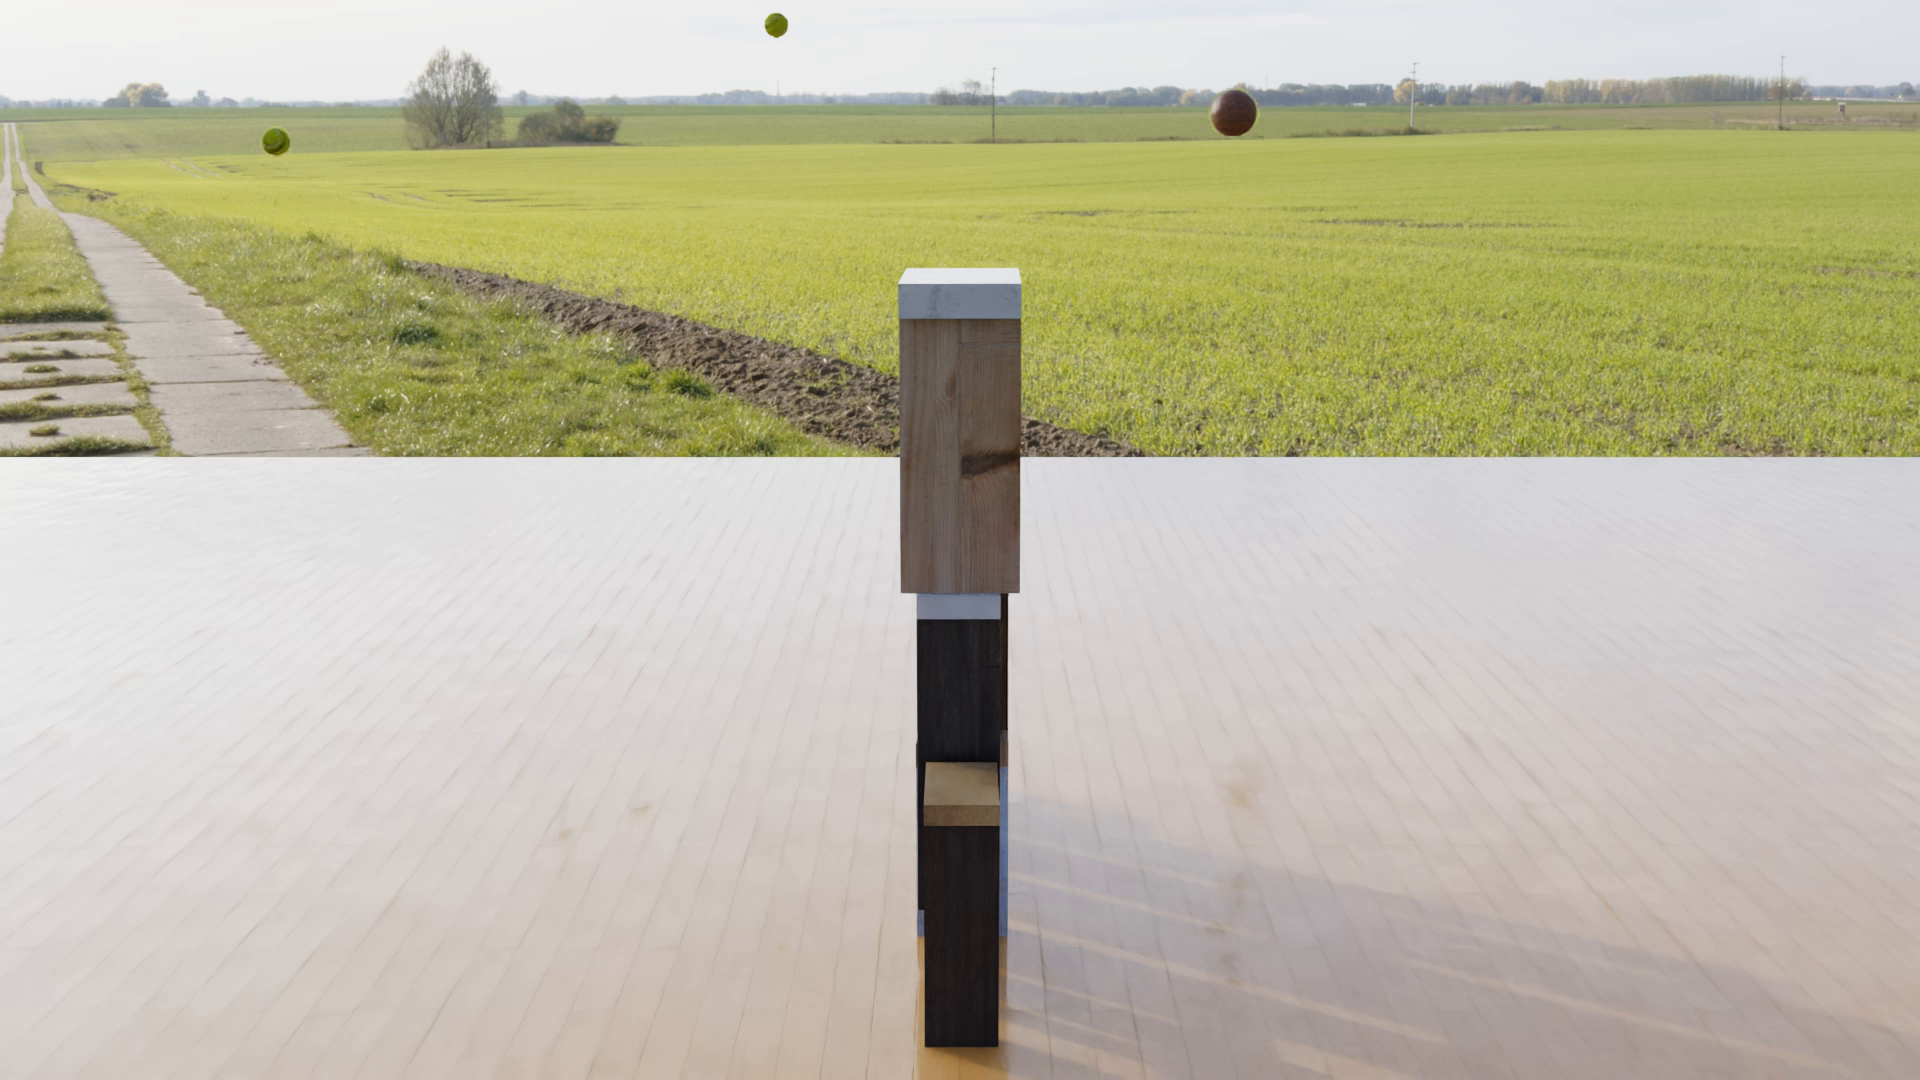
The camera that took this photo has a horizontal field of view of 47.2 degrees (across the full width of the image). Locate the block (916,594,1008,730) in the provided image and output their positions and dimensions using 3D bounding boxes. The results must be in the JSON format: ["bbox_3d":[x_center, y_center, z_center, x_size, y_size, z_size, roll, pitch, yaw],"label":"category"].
[{"bbox_3d":[0.004,0.154,3.444,0.143,0.286,0.041,0,10,0],"label":"block"}]

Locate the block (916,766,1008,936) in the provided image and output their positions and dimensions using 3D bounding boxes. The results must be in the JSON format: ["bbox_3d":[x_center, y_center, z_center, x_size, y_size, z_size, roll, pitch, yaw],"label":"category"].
[{"bbox_3d":[0.003,0.482,3.466,0.143,0.286,0.041,0,10,0],"label":"block"}]

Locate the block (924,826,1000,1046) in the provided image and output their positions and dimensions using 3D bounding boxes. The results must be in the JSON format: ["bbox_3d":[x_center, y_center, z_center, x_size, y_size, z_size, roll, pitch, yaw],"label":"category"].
[{"bbox_3d":[0.002,0.541,3.039,0.103,0.326,0.029,0,11,0],"label":"block"}]

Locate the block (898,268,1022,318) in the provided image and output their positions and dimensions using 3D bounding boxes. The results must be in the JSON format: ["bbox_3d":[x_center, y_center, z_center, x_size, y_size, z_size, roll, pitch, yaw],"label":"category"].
[{"bbox_3d":[0.002,-0.361,3.206,0.171,0.048,0.342,0,11,1],"label":"block"}]

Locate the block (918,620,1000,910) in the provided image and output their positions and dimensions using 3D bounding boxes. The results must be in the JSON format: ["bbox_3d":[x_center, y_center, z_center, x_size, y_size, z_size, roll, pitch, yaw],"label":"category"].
[{"bbox_3d":[-0.002,0.324,3.218,0.120,0.445,0.034,0,11,0],"label":"block"}]

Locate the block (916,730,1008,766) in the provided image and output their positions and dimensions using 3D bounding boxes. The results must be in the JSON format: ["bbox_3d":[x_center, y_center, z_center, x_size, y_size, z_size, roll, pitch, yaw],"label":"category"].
[{"bbox_3d":[0.004,0.304,3.531,0.143,0.041,0.286,0,10,0],"label":"block"}]

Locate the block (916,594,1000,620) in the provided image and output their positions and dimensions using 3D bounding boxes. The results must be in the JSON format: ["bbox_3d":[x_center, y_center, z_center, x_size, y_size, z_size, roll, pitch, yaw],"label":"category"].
[{"bbox_3d":[-0.002,0.074,3.252,0.120,0.034,0.239,0,11,0],"label":"block"}]

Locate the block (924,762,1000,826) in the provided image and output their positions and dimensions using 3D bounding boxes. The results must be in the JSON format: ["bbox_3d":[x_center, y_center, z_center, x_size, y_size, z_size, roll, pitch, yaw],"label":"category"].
[{"bbox_3d":[0.002,0.354,3.074,0.103,0.029,0.205,0,11,0],"label":"block"}]

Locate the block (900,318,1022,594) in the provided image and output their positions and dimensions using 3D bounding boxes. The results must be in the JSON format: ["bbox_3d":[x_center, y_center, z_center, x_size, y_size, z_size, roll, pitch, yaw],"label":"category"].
[{"bbox_3d":[0.000,-0.122,3.135,0.171,0.395,0.048,0,11,0],"label":"block"}]
